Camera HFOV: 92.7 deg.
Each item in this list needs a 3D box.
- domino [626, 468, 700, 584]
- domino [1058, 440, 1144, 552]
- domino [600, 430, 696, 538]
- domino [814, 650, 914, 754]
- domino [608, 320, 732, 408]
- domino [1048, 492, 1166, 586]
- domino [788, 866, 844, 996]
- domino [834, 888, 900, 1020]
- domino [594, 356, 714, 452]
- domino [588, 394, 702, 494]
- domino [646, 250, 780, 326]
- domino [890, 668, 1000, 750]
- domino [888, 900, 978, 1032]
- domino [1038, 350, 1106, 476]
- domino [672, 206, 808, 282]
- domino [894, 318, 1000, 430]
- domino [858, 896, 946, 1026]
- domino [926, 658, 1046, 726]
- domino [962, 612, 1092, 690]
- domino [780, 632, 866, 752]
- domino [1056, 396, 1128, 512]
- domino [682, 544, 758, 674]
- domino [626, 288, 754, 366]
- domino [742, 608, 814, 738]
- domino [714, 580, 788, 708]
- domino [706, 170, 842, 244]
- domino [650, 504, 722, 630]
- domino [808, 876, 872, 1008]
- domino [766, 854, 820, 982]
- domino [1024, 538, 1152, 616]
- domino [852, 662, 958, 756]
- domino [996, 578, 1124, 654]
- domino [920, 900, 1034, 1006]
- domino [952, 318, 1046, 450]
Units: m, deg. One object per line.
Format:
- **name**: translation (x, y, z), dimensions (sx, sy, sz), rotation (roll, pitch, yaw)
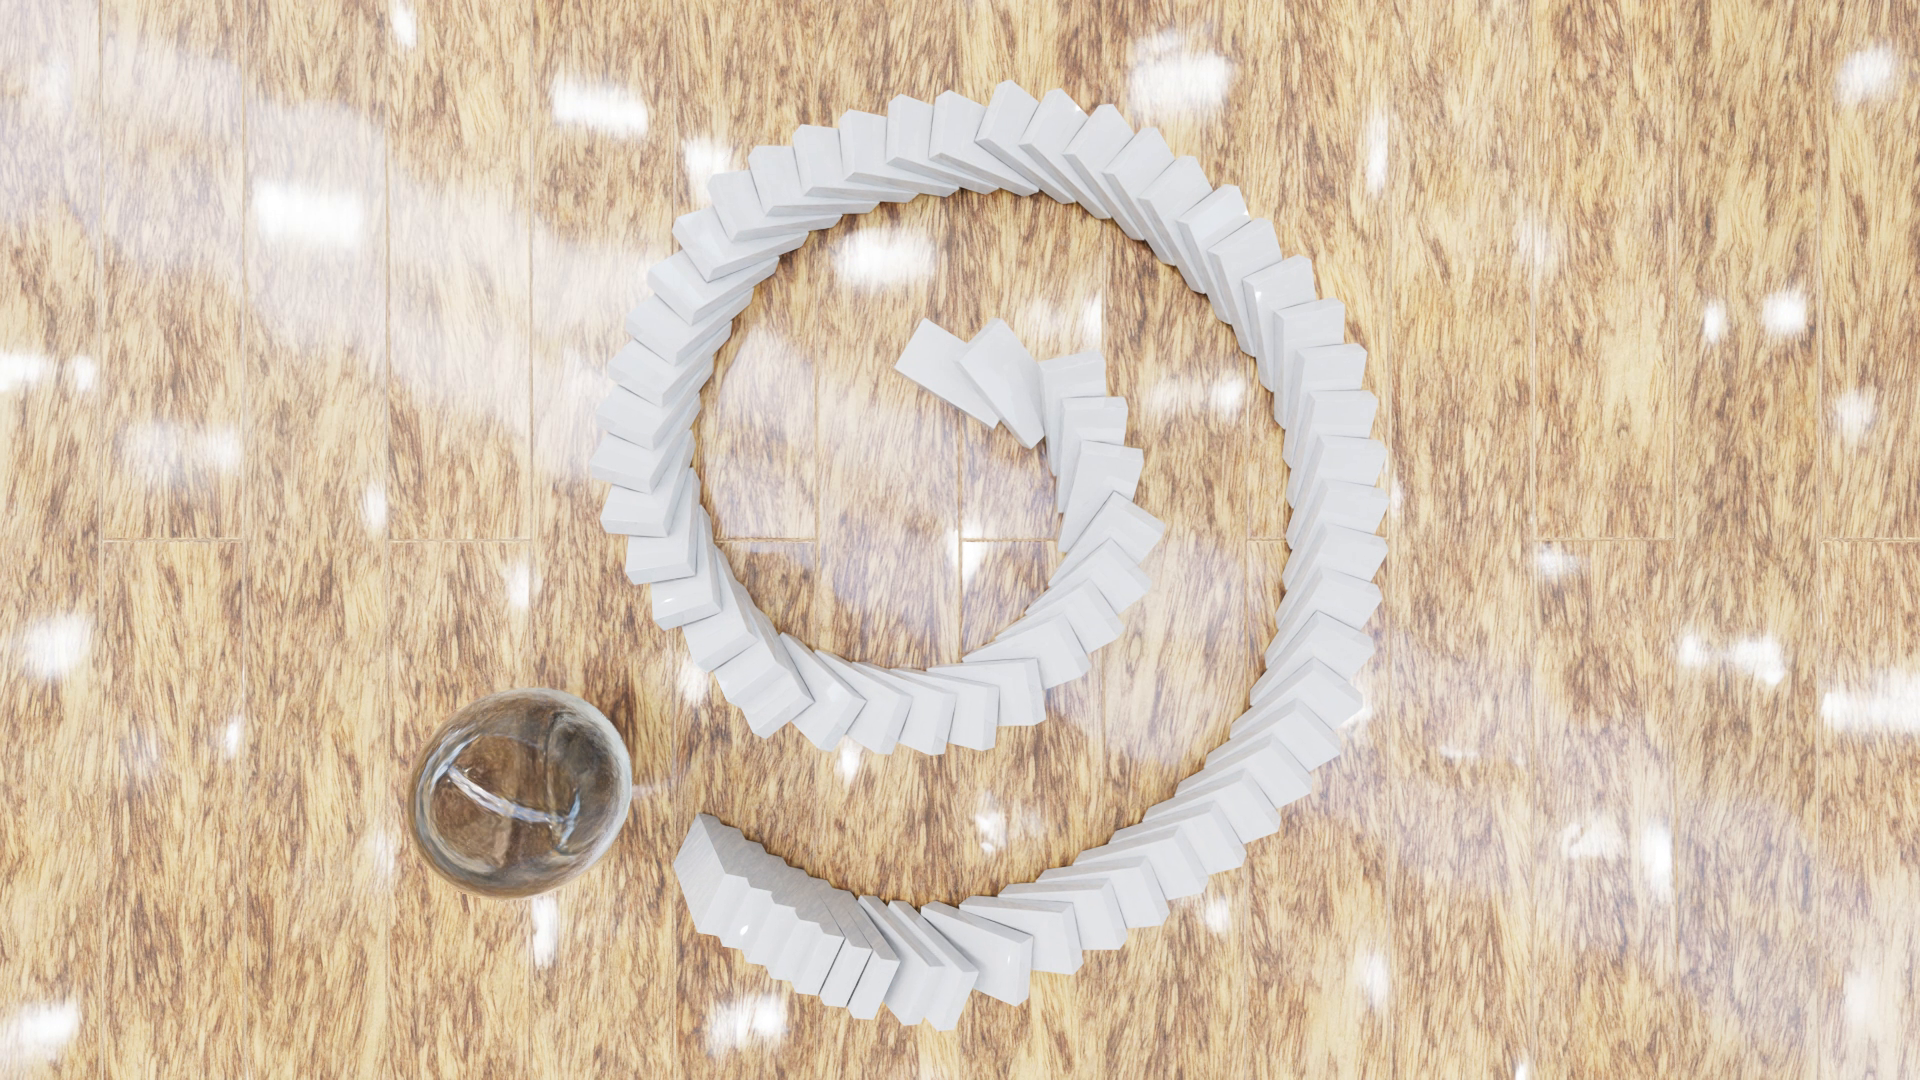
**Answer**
- **domino**: translation (-0.123, -0.007, 0.382), dimensions (0.025, 0.009, 0.050), rotation (-9, 54, 0)
- **domino**: translation (0.058, -0.016, 0.381), dimensions (0.025, 0.010, 0.050), rotation (9, 127, 0)
- **domino**: translation (-0.129, -0.025, 0.382), dimensions (0.025, 0.009, 0.050), rotation (5, 55, 0)
- **domino**: translation (-0.045, 0.067, 0.382), dimensions (0.050, 0.010, 0.025), rotation (21, 90, 35)
- **domino**: translation (-0.120, -0.080, 0.382), dimensions (0.025, 0.010, 0.050), rotation (30, 56, 0)
- **domino**: translation (0.060, 0.006, 0.382), dimensions (0.025, 0.009, 0.050), rotation (33, 125, 0)
- **domino**: translation (-0.065, 0.159, 0.376), dimensions (0.010, 0.050, 0.025), rotation (25, 90, -30)
- **domino**: translation (-0.044, 0.169, 0.376), dimensions (0.010, 0.050, 0.025), rotation (25, 90, -33)
- **domino**: translation (-0.126, -0.062, 0.382), dimensions (0.025, 0.010, 0.050), rotation (24, 56, 1)
- **domino**: translation (-0.130, -0.044, 0.382), dimensions (0.025, 0.009, 0.050), rotation (17, 55, 1)
- **domino**: translation (-0.102, -0.112, 0.382), dimensions (0.025, 0.010, 0.050), rotation (43, 56, 0)
- **domino**: translation (-0.008, 0.070, 0.382), dimensions (0.050, 0.010, 0.025), rotation (5, 91, 36)
- **domino**: translation (-0.016, 0.174, 0.378), dimensions (0.009, 0.050, 0.025), rotation (24, 90, -43)
- **domino**: translation (0.048, -0.052, 0.380), dimensions (0.025, 0.010, 0.050), rotation (-12, 128, -2)
- **domino**: translation (-0.091, -0.128, 0.382), dimensions (0.050, 0.010, 0.025), rotation (-35, 90, -35)
- **domino**: translation (0.000, -0.071, 0.395), dimensions (0.050, 0.009, 0.025), rotation (31, 90, 0)
- **domino**: translation (-0.029, 0.172, 0.378), dimensions (0.009, 0.050, 0.025), rotation (24, 90, -43)
- **domino**: translation (0.010, 0.064, 0.381), dimensions (0.050, 0.010, 0.025), rotation (-9, 90, 36)
- **domino**: translation (0.027, 0.051, 0.382), dimensions (0.050, 0.009, 0.025), rotation (-27, 90, 35)
- **domino**: translation (-0.064, 0.063, 0.382), dimensions (0.050, 0.009, 0.025), rotation (34, 90, 35)
- **domino**: translation (0.054, -0.035, 0.381), dimensions (0.025, 0.009, 0.050), rotation (-1, 127, -1)
- **domino**: translation (-0.104, 0.028, 0.382), dimensions (0.025, 0.009, 0.050), rotation (-32, 55, 1)
- **domino**: translation (-0.112, -0.096, 0.382), dimensions (0.025, 0.009, 0.050), rotation (37, 56, 0)
- **domino**: translation (-0.083, 0.055, 0.382), dimensions (0.025, 0.009, 0.050), rotation (-38, 55, 1)
- **domino**: translation (-0.093, 0.042, 0.381), dimensions (0.025, 0.009, 0.050), rotation (-38, 55, 1)
- **domino**: translation (-0.077, -0.141, 0.382), dimensions (0.050, 0.010, 0.025), rotation (-23, 89, -34)
- **domino**: translation (-0.115, 0.011, 0.382), dimensions (0.025, 0.010, 0.050), rotation (-18, 56, 0)
- **domino**: translation (-0.055, 0.164, 0.376), dimensions (0.009, 0.050, 0.025), rotation (25, 90, -32)
- **domino**: translation (-0.075, 0.153, 0.376), dimensions (0.010, 0.050, 0.025), rotation (25, 90, -30)
- **domino**: translation (0.053, 0.024, 0.382), dimensions (0.025, 0.009, 0.050), rotation (46, 126, -1)
- **domino**: translation (-0.026, 0.069, 0.382), dimensions (0.050, 0.009, 0.025), rotation (13, 90, 35)
- **domino**: translation (0.041, 0.039, 0.382), dimensions (0.050, 0.009, 0.025), rotation (-35, 90, 35)
- **domino**: translation (0.006, 0.171, 0.382), dimensions (0.050, 0.009, 0.025), rotation (5, 90, 35)
- **domino**: translation (0.022, -0.065, 0.384), dimensions (0.025, 0.010, 0.050), rotation (-45, 116, -6)
